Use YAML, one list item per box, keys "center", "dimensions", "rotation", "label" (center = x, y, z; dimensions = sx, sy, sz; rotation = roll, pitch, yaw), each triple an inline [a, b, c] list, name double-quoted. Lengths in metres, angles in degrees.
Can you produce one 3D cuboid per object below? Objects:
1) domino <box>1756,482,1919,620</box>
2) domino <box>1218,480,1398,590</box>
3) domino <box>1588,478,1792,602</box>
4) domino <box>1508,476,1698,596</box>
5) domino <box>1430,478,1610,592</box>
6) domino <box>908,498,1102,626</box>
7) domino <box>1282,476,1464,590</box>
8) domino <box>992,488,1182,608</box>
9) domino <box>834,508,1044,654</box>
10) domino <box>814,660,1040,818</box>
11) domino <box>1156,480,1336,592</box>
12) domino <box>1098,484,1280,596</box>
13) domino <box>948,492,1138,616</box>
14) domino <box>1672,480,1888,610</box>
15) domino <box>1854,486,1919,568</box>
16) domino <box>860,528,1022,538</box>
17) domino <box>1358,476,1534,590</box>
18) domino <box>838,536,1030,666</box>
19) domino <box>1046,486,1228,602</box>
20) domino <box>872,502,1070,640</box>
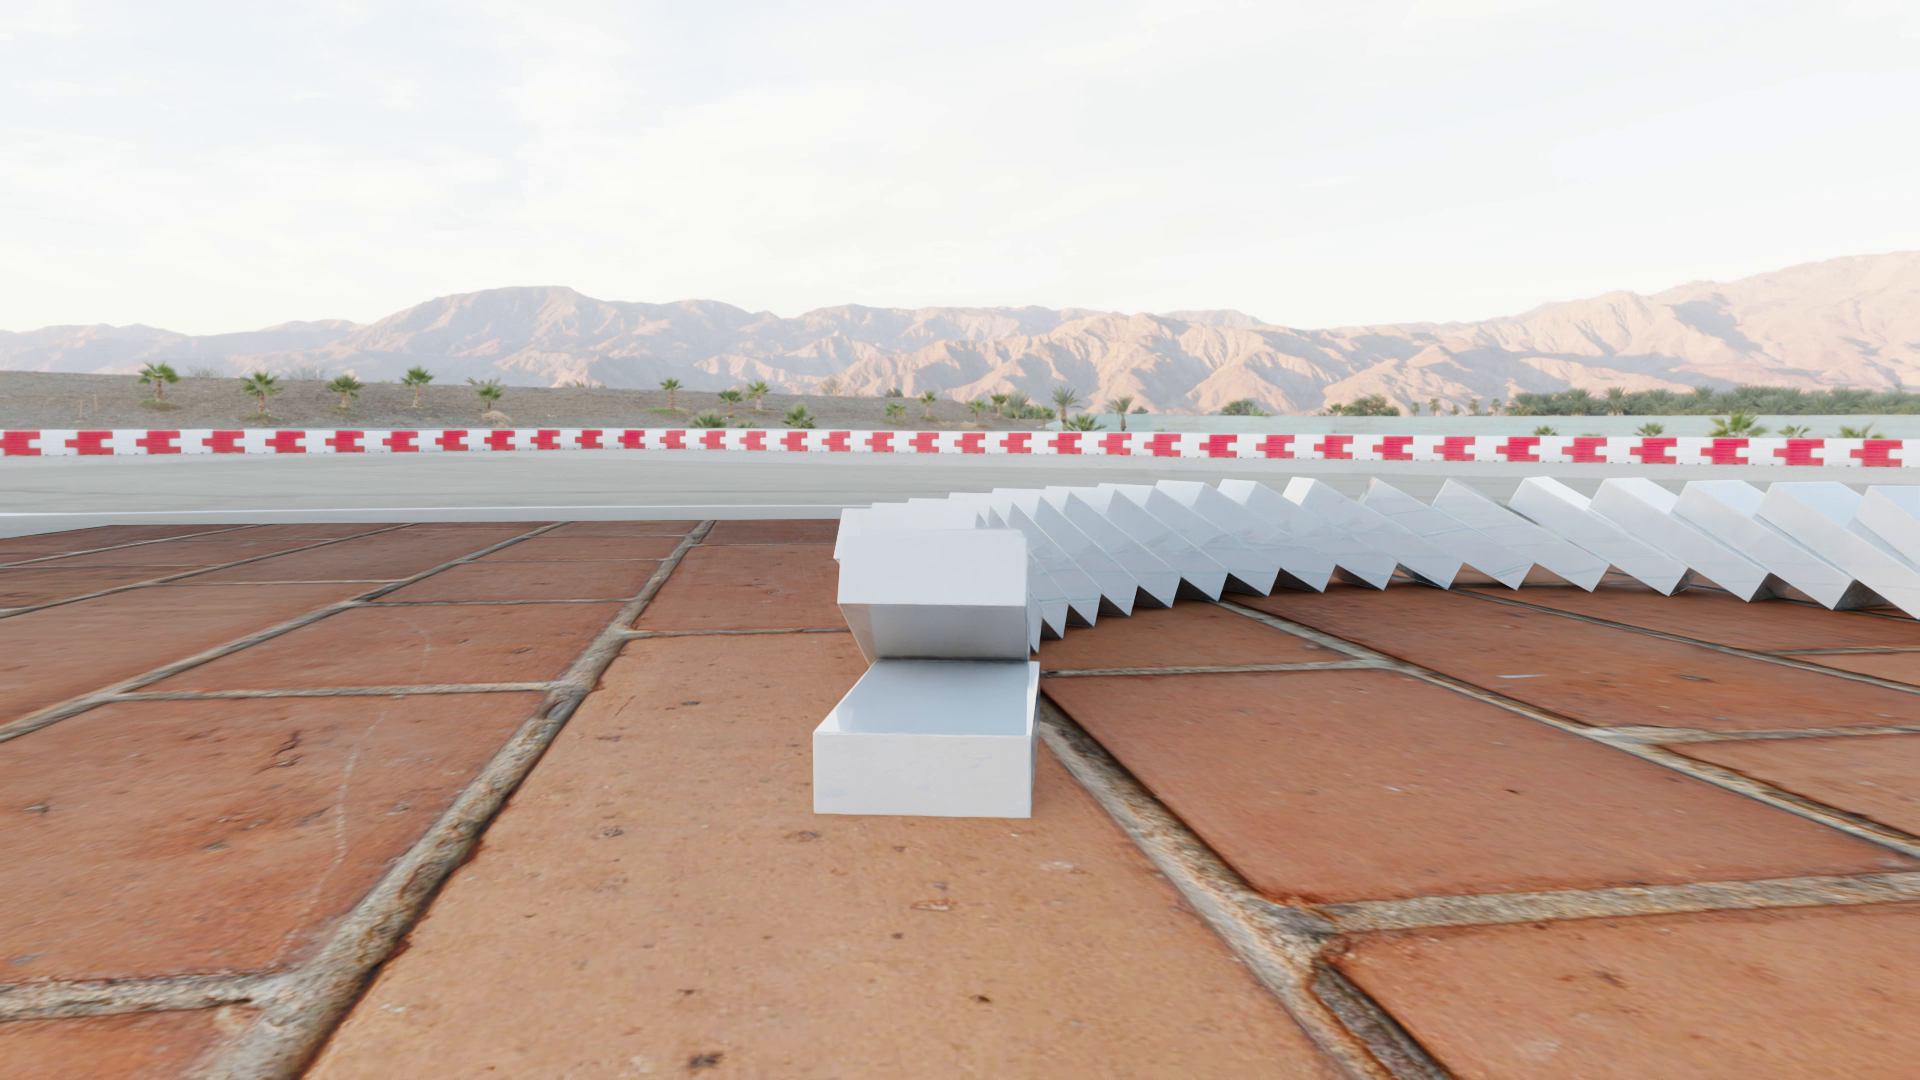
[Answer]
- center: [0.237, 0.002, 0.332]
  dimensions: [0.025, 0.010, 0.050]
  rotation: [-2, 33, -20]
  label: "domino"
- center: [0.101, -0.002, 0.380]
  dimensions: [0.050, 0.009, 0.025]
  rotation: [28, -1, -11]
  label: "domino"
- center: [0.209, -0.001, 0.367]
  dimensions: [0.025, 0.010, 0.050]
  rotation: [-3, 34, -38]
  label: "domino"
- center: [0.190, -0.002, 0.379]
  dimensions: [0.050, 0.009, 0.025]
  rotation: [38, 26, 31]
  label: "domino"
- center: [0.168, -0.002, 0.385]
  dimensions: [0.050, 0.009, 0.025]
  rotation: [32, 16, 18]
  label: "domino"
- center: [0.010, 0.006, 0.286]
  dimensions: [0.025, 0.009, 0.050]
  rotation: [3, -22, 30]
  label: "domino"
- center: [0.123, -0.003, 0.386]
  dimensions: [0.050, 0.009, 0.025]
  rotation: [29, 4, -2]
  label: "domino"
- center: [0.032, 0.002, 0.326]
  dimensions: [0.025, 0.009, 0.050]
  rotation: [4, -21, 46]
  label: "domino"
- center: [-0.002, 0.009, 0.243]
  dimensions: [0.025, 0.009, 0.050]
  rotation: [1, -23, 18]
  label: "domino"
- center: [-0.002, 0.025, 0.171]
  dimensions: [0.025, 0.010, 0.050]
  rotation: [0, 4, 5]
  label: "domino"
- center: [0.081, -0.001, 0.370]
  dimensions: [0.050, 0.009, 0.025]
  rotation: [29, -6, -20]
  label: "domino"
- center: [0.062, 0.000, 0.358]
  dimensions: [0.050, 0.009, 0.025]
  rotation: [29, -10, -27]
  label: "domino"
- center: [0.020, 0.004, 0.306]
  dimensions: [0.025, 0.009, 0.050]
  rotation: [3, -22, 37]
  label: "domino"
- center: [0.225, 0.000, 0.350]
  dimensions: [0.025, 0.009, 0.050]
  rotation: [-2, 33, -28]
  label: "domino"
- center: [0.247, 0.003, 0.311]
  dimensions: [0.025, 0.009, 0.050]
  rotation: [0, 32, -6]
  label: "domino"
- center: [-0.001, 0.011, 0.218]
  dimensions: [0.025, 0.009, 0.050]
  rotation: [0, -20, 5]
  label: "domino"
- center: [0.146, -0.003, 0.389]
  dimensions: [0.050, 0.009, 0.025]
  rotation: [30, 11, 11]
  label: "domino"
- center: [-0.002, 0.013, 0.194]
  dimensions: [0.025, 0.010, 0.050]
  rotation: [1, -20, 4]
  label: "domino"
- center: [0.046, 0.001, 0.342]
  dimensions: [0.050, 0.010, 0.025]
  rotation: [31, -16, -36]
  label: "domino"
- center: [0.003, 0.007, 0.265]
  dimensions: [0.025, 0.009, 0.050]
  rotation: [2, -22, 24]
  label: "domino"
